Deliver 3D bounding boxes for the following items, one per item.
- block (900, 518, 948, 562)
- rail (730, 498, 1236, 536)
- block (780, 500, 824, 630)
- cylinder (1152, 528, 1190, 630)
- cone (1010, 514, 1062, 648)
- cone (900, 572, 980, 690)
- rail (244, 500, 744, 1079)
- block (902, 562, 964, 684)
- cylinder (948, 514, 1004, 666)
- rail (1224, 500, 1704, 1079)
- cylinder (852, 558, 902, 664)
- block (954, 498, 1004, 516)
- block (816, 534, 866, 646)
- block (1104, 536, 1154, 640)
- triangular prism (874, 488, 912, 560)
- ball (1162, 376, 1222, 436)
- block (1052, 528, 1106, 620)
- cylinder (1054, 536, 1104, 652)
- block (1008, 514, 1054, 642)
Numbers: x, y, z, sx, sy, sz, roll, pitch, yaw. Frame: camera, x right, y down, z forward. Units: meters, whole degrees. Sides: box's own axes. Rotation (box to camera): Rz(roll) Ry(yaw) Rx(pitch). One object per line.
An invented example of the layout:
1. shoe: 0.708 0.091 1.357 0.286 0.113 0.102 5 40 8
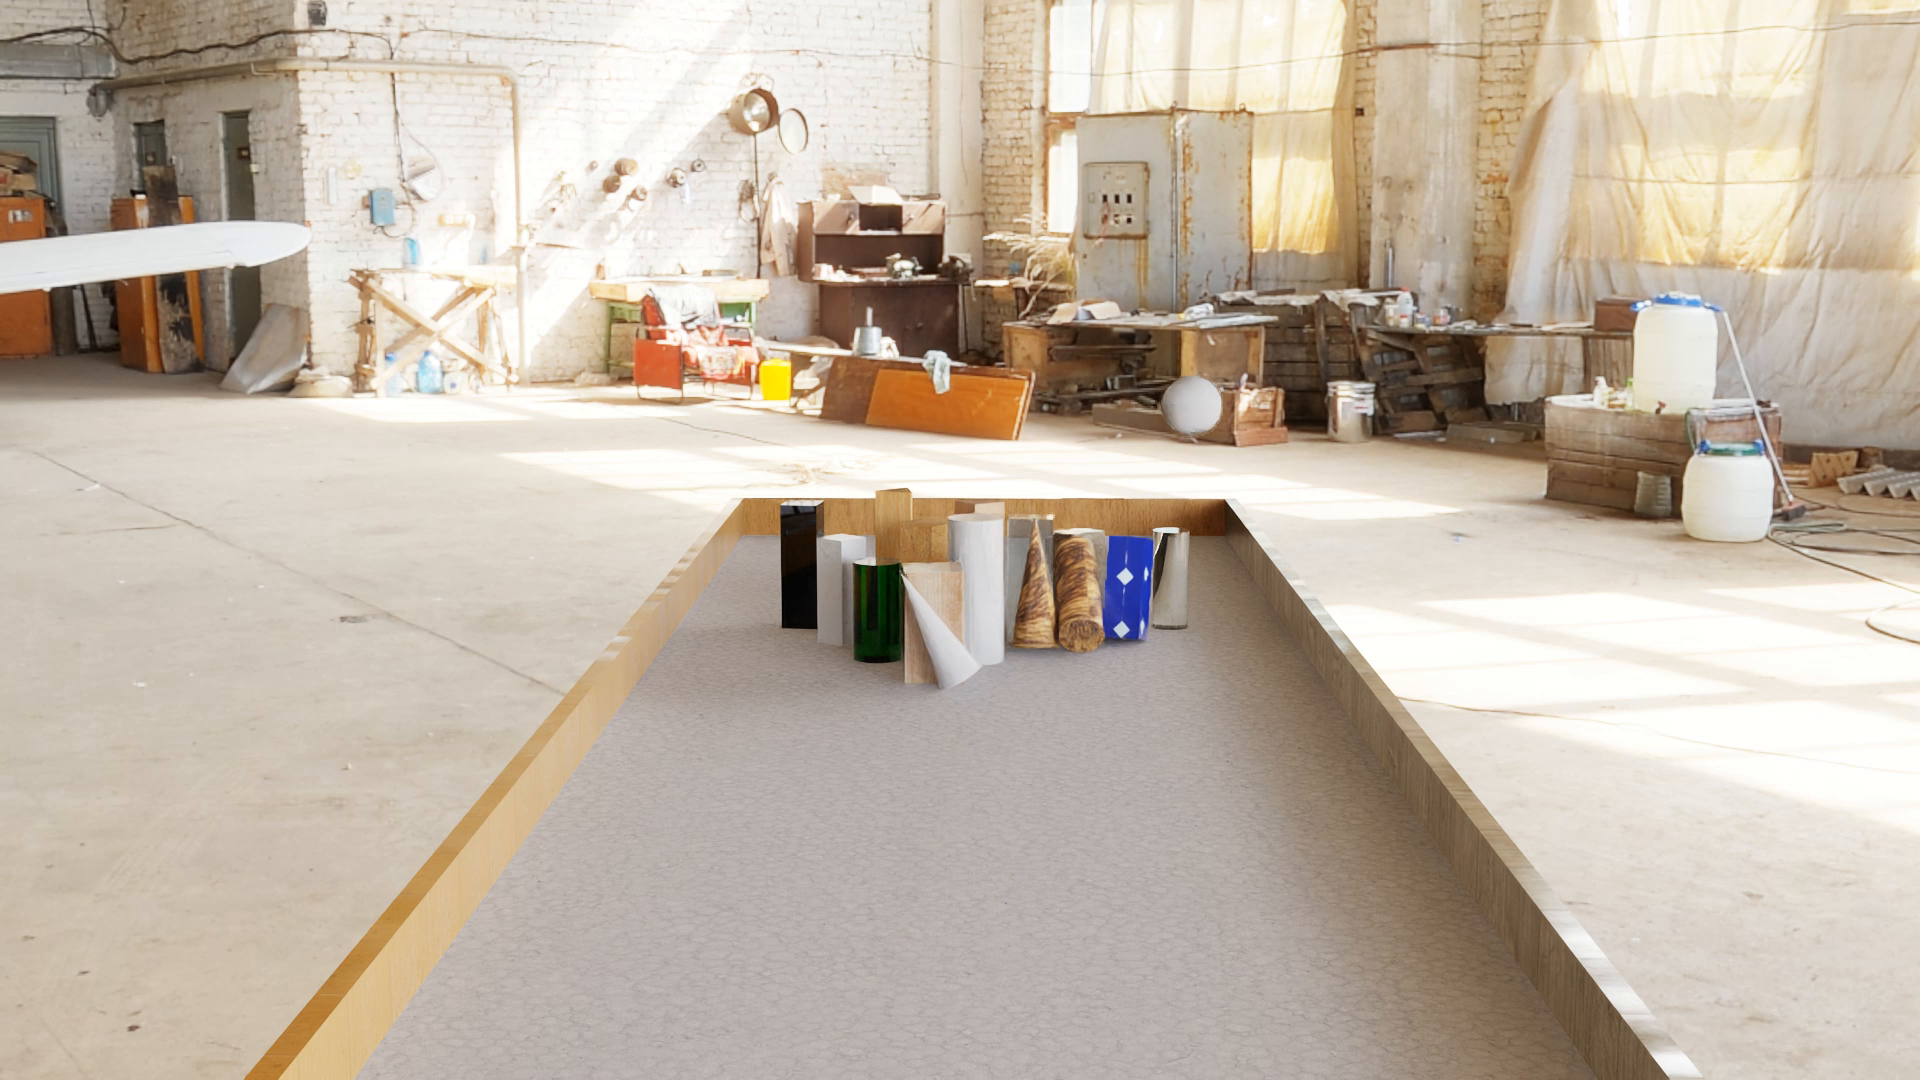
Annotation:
1. block: -0.089 0.134 6.931 0.139 0.387 0.139 9 12 43
2. rail: 0.099 -0.098 9.147 2.100 0.150 0.050 0 9 1
3. block: -0.514 0.080 7.205 0.119 0.407 0.119 1 9 9
4. cylinder: 0.688 0.126 7.191 0.118 0.320 0.118 0 9 0
5. cone: 0.236 0.125 6.840 0.165 0.411 0.165 -1 0 0
6. cone: -0.084 0.241 6.290 0.133 0.355 0.133 -29 8 5
7. rail: -1.004 0.839 3.234 0.050 0.150 12.000 0 9 1
8. block: -0.079 0.241 6.450 0.173 0.325 0.173 -1 9 -4
9. cylinder: 0.048 0.148 6.675 0.170 0.437 0.170 0 9 0
10. rail: 1.046 0.843 3.208 0.050 0.150 12.000 0 9 1
11. cylinder: -0.252 0.213 6.705 0.149 0.301 0.149 0 9 0
12. block: 0.063 0.079 7.188 0.117 0.415 0.117 -6 11 -34
13. block: -0.373 0.157 6.945 0.110 0.335 0.110 8 12 41
14. block: 0.533 0.154 6.964 0.118 0.318 0.118 3 -5 18
15. triangular prism: -0.196 0.056 7.228 0.130 0.447 0.113 4 10 22
16. ball: 0.727 -0.421 6.914 0.188 0.188 0.188 0 9 0
17. block: 0.384 0.125 7.207 0.140 0.309 0.140 -7 7 -36
18. cylinder: 0.371 0.169 6.912 0.139 0.139 0.391 0 40 -1
19. block: 0.223 0.121 6.972 0.141 0.392 0.141 0 6 3
